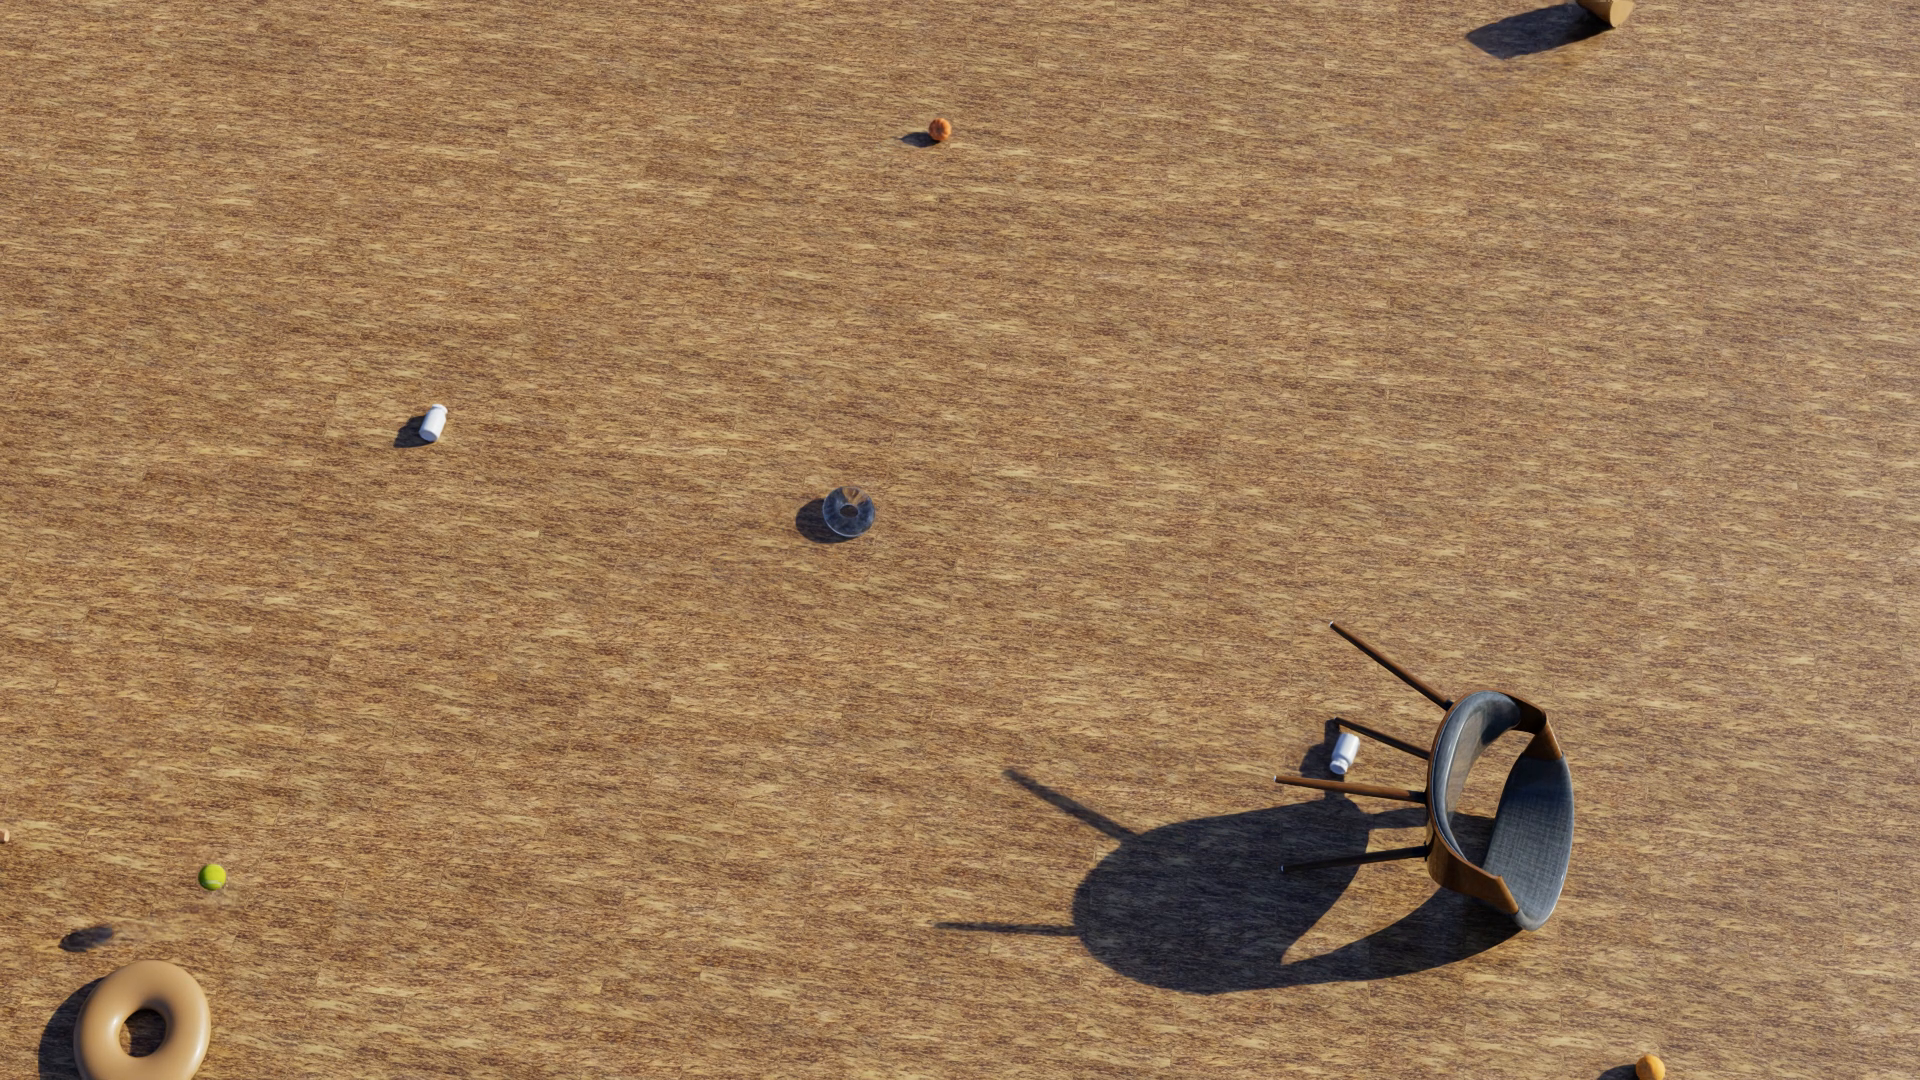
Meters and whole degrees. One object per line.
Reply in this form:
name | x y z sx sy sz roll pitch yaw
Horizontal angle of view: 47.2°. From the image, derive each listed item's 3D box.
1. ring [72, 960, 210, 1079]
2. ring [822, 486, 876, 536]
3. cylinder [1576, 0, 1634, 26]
ring | -2.111 1.273 5.676 0.349 0.075 0.407 -14 57 -10
ring | -0.333 -0.086 6.598 0.156 0.057 0.176 -19 59 -14
cylinder | 2.263 -1.906 7.721 0.144 0.252 0.128 39 99 23
